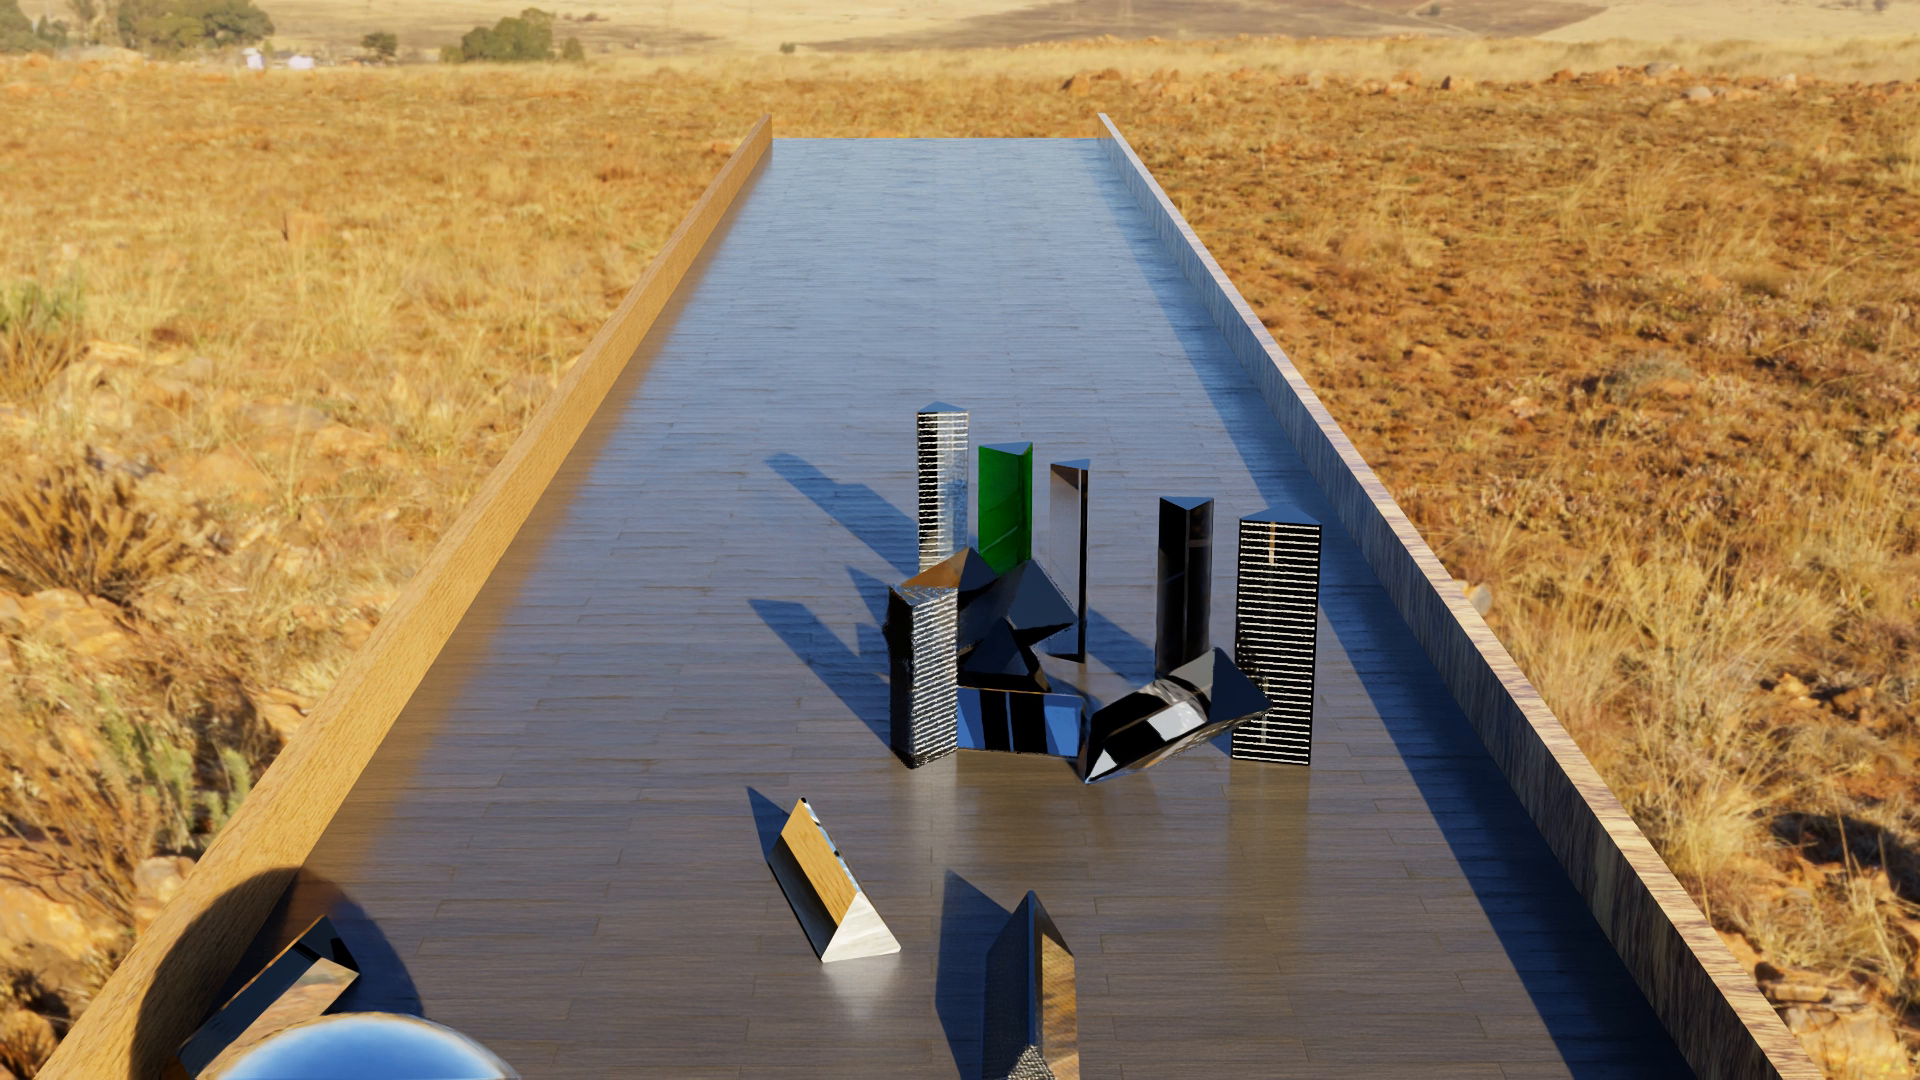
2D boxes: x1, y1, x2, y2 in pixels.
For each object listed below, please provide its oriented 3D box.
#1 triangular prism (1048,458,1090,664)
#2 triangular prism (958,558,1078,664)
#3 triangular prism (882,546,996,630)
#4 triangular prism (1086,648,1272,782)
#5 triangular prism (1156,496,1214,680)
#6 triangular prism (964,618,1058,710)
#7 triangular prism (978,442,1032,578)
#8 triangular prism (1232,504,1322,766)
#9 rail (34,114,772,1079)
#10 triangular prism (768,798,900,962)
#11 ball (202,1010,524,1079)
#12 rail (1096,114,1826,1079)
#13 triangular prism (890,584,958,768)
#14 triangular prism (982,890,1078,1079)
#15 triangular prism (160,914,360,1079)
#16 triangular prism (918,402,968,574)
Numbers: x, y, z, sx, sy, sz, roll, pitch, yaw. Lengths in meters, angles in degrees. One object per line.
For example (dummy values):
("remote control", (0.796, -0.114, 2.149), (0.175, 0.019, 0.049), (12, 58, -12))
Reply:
("triangular prism", (0.235, 0.039, 4.392), (0.087, 0.400, 0.075), (12, 20, 35))
("triangular prism", (0.071, 0.140, 4.193), (0.143, 0.124, 0.442), (-6, -10, -19))
("triangular prism", (-0.049, 0.096, 4.446), (0.095, 0.082, 0.394), (-9, -9, -26))
("triangular prism", (0.344, 0.292, 3.695), (0.132, 0.114, 0.383), (-11, -14, -33))
("triangular prism", (0.410, 0.116, 4.144), (0.086, 0.396, 0.099), (11, 20, 32))
("triangular prism", (0.102, 0.225, 3.999), (0.115, 0.100, 0.343), (4, -14, 13))
("triangular prism", (0.116, -0.022, 4.660), (0.118, 0.366, 0.102), (15, 22, 41))
("triangular prism", (0.565, 0.165, 3.895), (0.138, 0.444, 0.120), (4, 17, 13))
("rail", (-1.118, -0.838, 7.780), (0.050, 0.150, 12.000), (0, 17, -1))
("triangular prism", (-0.197, 0.505, 3.339), (0.117, 0.101, 0.358), (-5, 17, -16))
("ball", (-0.539, 0.615, 1.962), (0.383, 0.383, 0.383), (0, 17, 0))
("rail", (0.932, -0.844, 7.801), (0.050, 0.150, 12.000), (0, 17, -1))
("triangular prism", (-0.084, 0.235, 3.903), (0.105, 0.304, 0.121), (14, 21, 39))
("triangular prism", (0.096, 0.616, 2.957), (0.124, 0.108, 0.440), (1, 17, 1))
("triangular prism", (-0.944, 0.629, 2.948), (0.102, 0.088, 0.396), (4, 17, 11))
("triangular prism", (-0.044, -0.103, 4.879), (0.112, 0.396, 0.097), (-2, 17, -8))
